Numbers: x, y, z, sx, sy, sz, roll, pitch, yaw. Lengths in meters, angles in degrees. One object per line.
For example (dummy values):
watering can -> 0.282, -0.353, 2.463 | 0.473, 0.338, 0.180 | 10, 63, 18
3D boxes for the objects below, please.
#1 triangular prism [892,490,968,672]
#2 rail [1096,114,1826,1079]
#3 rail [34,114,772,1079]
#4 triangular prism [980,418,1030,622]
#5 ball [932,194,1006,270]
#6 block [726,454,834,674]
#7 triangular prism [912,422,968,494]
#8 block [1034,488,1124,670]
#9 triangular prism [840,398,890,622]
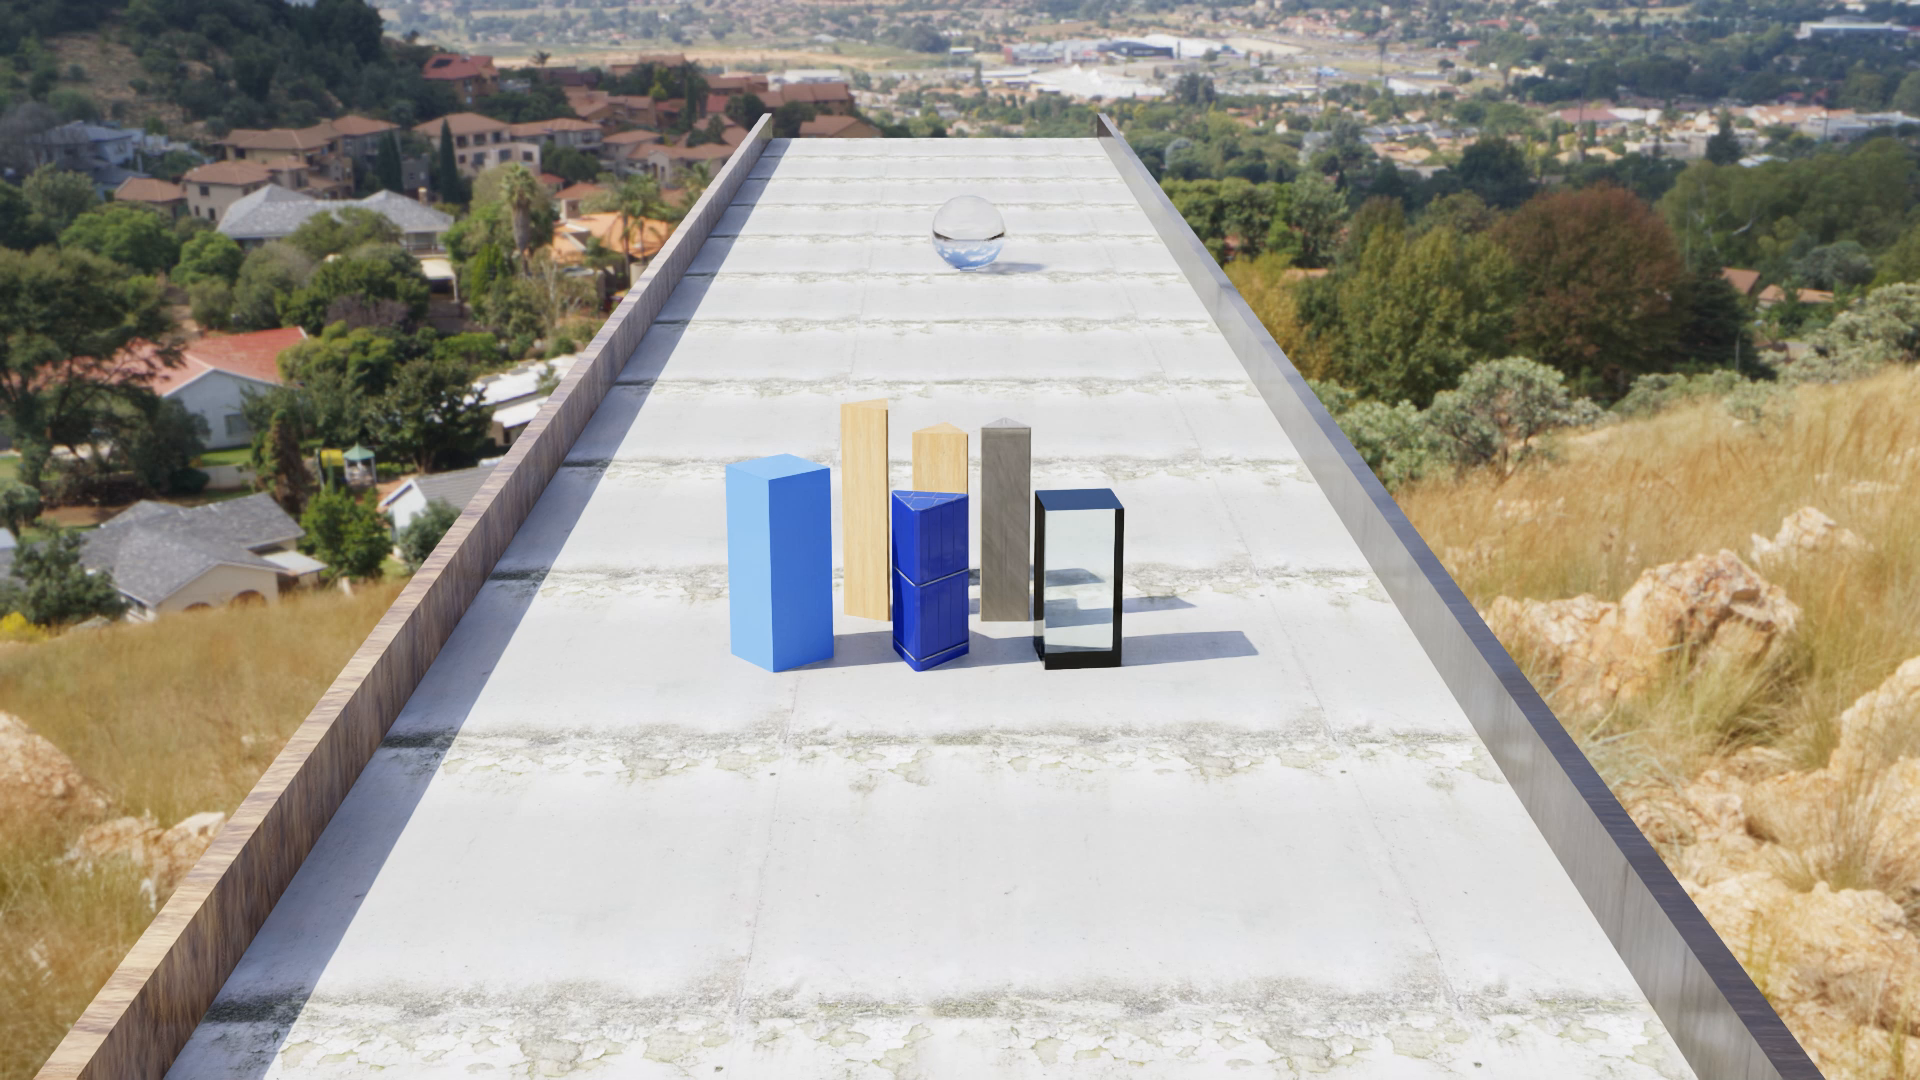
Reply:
triangular prism -> -0.084, 0.073, 4.400 | 0.134, 0.332, 0.155 | 14, 21, 39
rail -> 0.932, -0.844, 7.801 | 0.050, 0.150, 12.000 | 0, 17, -1
rail -> -1.118, -0.838, 7.780 | 0.050, 0.150, 12.000 | 0, 17, -1
triangular prism -> 0.094, -0.043, 4.631 | 0.103, 0.422, 0.089 | 0, 17, 0
ball -> 0.034, -1.239, 8.865 | 0.301, 0.301, 0.301 | 0, 17, 0
block -> -0.359, 0.044, 4.387 | 0.148, 0.395, 0.148 | -13, 21, -38
triangular prism -> -0.038, -0.081, 4.890 | 0.122, 0.347, 0.105 | 2, 17, 6
block -> 0.235, 0.077, 4.393 | 0.154, 0.328, 0.154 | -2, 17, -6
triangular prism -> -0.177, -0.067, 4.647 | 0.110, 0.459, 0.096 | 8, 18, 26
